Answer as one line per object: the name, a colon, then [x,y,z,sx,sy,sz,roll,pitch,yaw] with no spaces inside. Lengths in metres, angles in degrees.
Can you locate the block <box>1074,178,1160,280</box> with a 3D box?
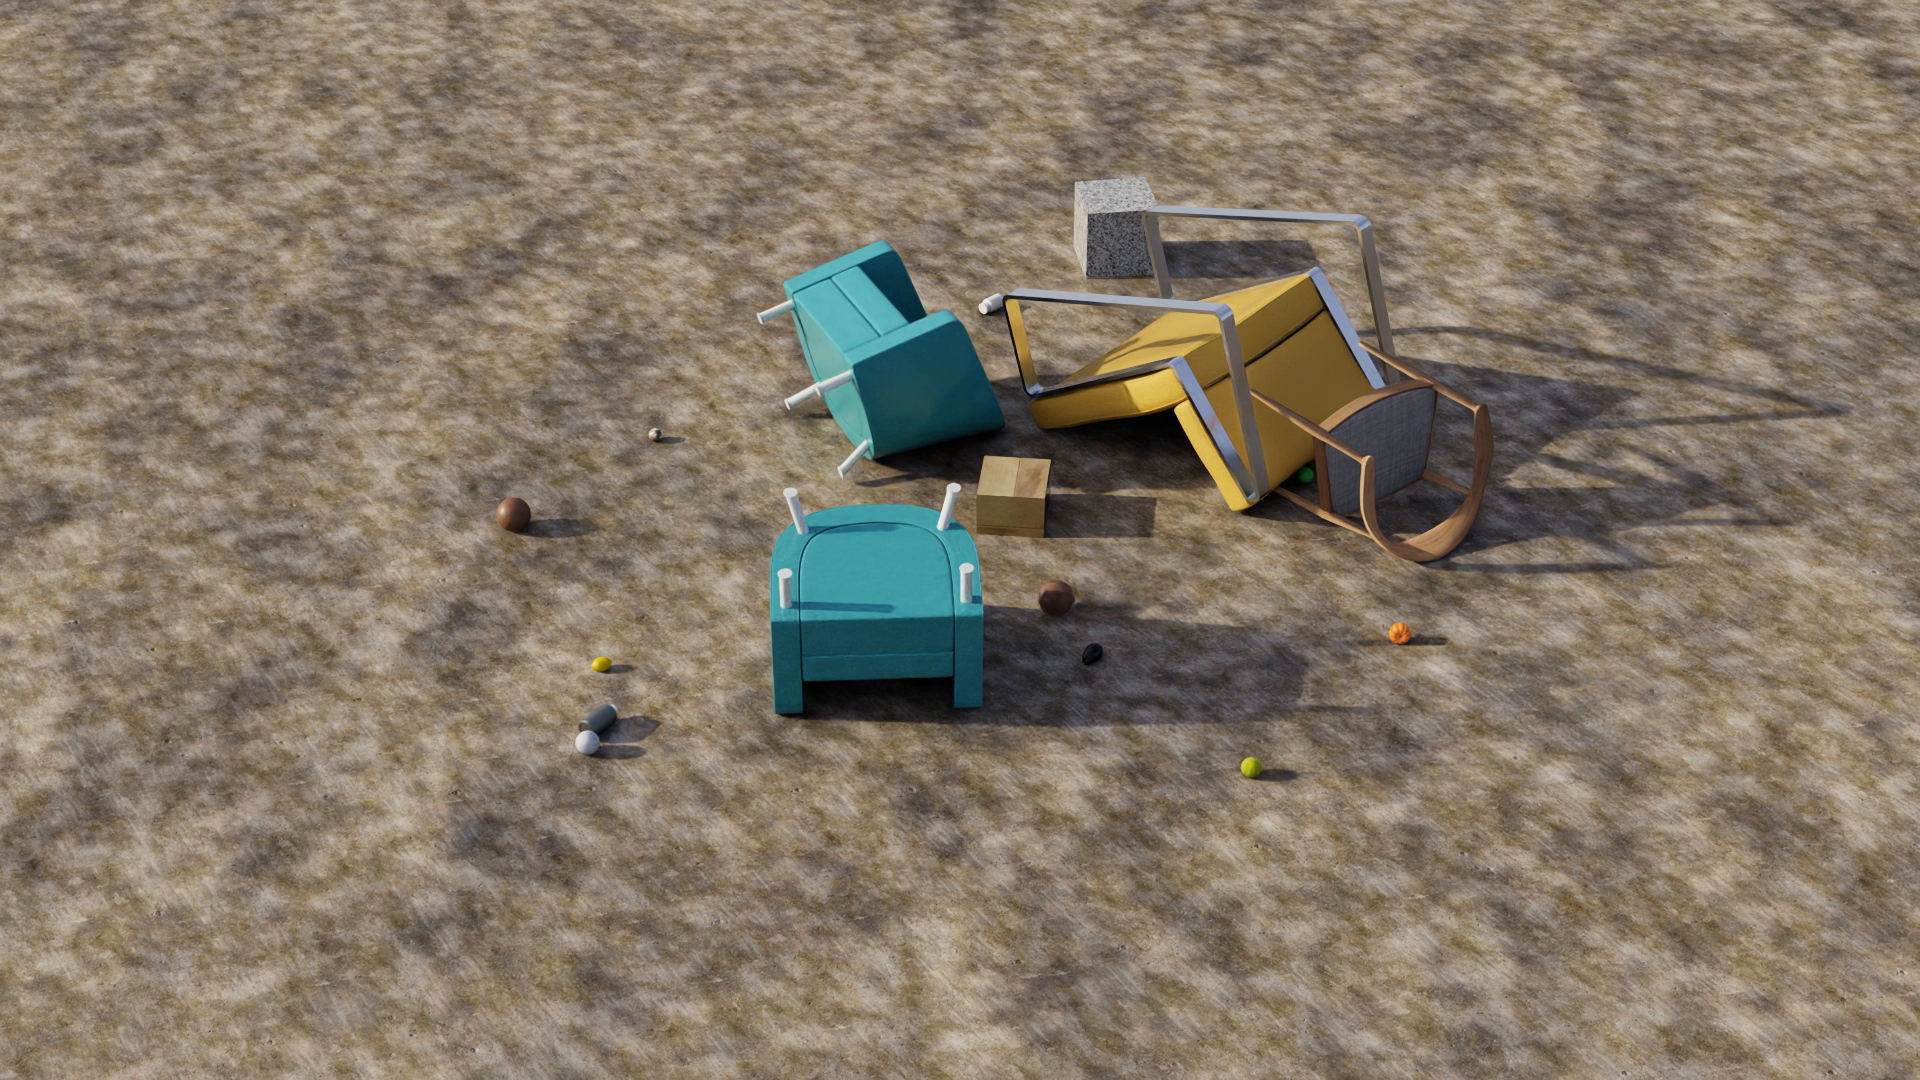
block: [0.676,-1.353,12.713,0.311,0.314,0.310,-4,34,-7]

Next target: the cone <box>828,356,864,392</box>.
cone: [-0.491,-0.645,11.864,0.130,0.149,0.163,-44,23,-7]

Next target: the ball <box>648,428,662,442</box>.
ball: [-1.199,-0.414,11.525,0.052,0.052,0.052,0,33,0]

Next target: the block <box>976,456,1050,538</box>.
block: [0.203,-0.163,11.033,0.253,0.175,0.276,3,34,5]

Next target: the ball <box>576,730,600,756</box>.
ball: [-1.249,0.680,9.837,0.082,0.082,0.082,0,33,0]

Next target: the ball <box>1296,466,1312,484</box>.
ball: [1.323,-0.249,11.263,0.065,0.065,0.065,0,33,0]
